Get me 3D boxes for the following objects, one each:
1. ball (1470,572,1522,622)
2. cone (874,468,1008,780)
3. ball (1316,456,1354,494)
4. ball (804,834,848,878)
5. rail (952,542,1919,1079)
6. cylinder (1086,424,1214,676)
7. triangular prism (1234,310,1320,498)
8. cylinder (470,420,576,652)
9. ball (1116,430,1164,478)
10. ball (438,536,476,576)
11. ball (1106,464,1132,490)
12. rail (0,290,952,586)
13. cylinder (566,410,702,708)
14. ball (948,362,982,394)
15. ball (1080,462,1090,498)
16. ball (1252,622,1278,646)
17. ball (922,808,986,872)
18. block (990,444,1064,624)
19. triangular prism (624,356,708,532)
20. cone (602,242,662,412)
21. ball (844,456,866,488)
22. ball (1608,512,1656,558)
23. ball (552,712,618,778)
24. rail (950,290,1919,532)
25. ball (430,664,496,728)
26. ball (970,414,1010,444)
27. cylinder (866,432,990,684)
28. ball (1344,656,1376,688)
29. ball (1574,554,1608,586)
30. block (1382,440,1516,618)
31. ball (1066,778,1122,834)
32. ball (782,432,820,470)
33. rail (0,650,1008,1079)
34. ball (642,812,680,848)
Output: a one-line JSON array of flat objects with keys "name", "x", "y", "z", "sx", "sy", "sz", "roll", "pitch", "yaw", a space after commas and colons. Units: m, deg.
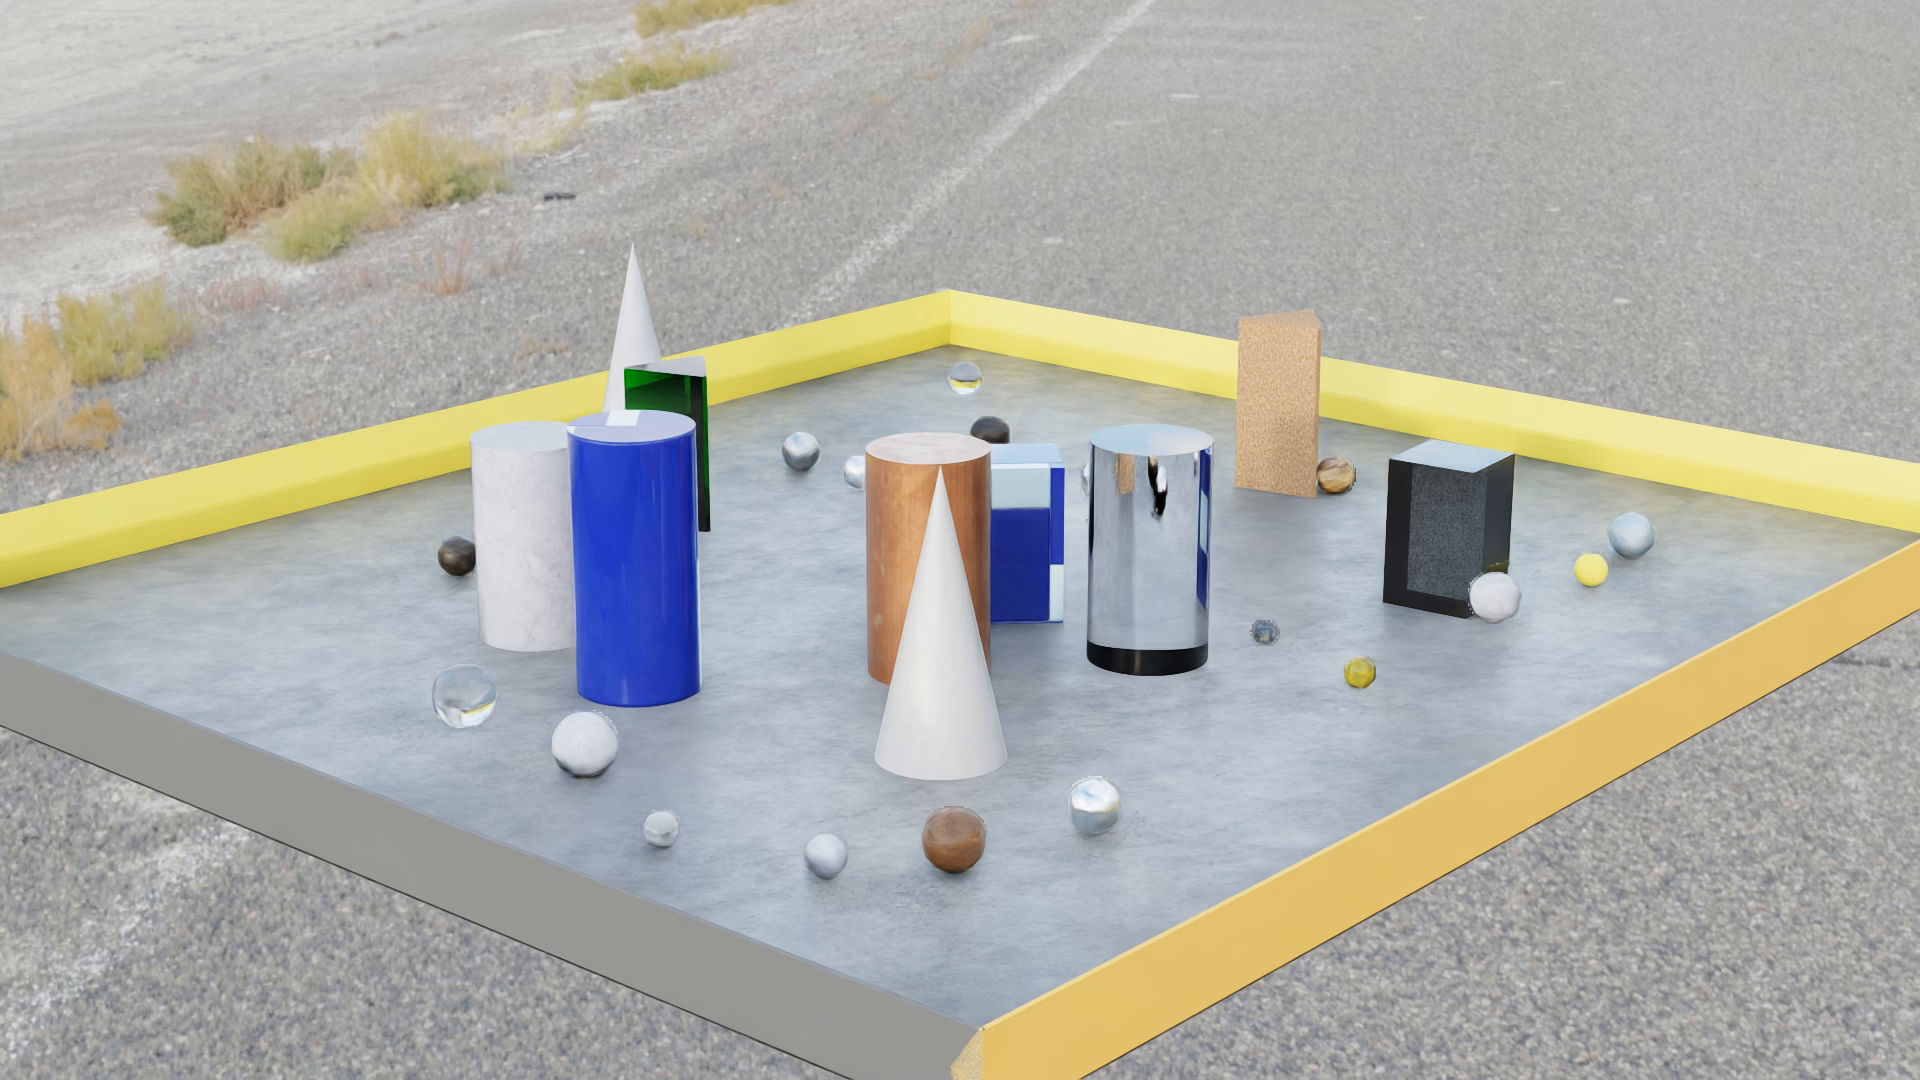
[{"name": "ball", "x": 0.910, "y": 0.097, "z": 4.985, "sx": 0.086, "sy": 0.086, "sz": 0.086, "roll": 0, "pitch": 17, "yaw": 0}, {"name": "cone", "x": -0.028, "y": 0.107, "z": 4.319, "sx": 0.200, "sy": 0.451, "sz": 0.200, "roll": 0, "pitch": 17, "yaw": 0}, {"name": "ball", "x": 0.735, "y": -0.128, "z": 5.753, "sx": 0.074, "sy": 0.074, "sz": 0.074, "roll": 0, "pitch": 17, "yaw": 0}, {"name": "ball", "x": -0.180, "y": 0.425, "z": 3.944, "sx": 0.059, "sy": 0.059, "sz": 0.059, "roll": 0, "pitch": 17, "yaw": 0}, {"name": "rail", "x": 0.969, "y": 0.275, "z": 4.314, "sx": 0.045, "sy": 0.130, "sz": 2.935, "roll": 14, "pitch": 22, "yaw": 39}, {"name": "cylinder", "x": 0.308, "y": 0.014, "z": 4.769, "sx": 0.200, "sy": 0.368, "sz": 0.200, "roll": 0, "pitch": 17, "yaw": 0}, {"name": "triangular prism", "x": 0.656, "y": -0.276, "z": 5.785, "sx": 0.173, "sy": 0.338, "sz": 0.150, "roll": 10, "pitch": 19, "yaw": 29}, {"name": "cylinder", "x": -0.709, "y": -0.008, "z": 4.890, "sx": 0.200, "sy": 0.342, "sz": 0.200, "roll": 0, "pitch": 17, "yaw": 0}, {"name": "ball", "x": 0.360, "y": -0.170, "z": 5.854, "sx": 0.096, "sy": 0.096, "sz": 0.096, "roll": 0, "pitch": 17, "yaw": 0}, {"name": "ball", "x": -0.897, "y": 0.028, "z": 5.239, "sx": 0.071, "sy": 0.071, "sz": 0.071, "roll": 0, "pitch": 17, "yaw": 0}, {"name": "ball", "x": 0.314, "y": -0.123, "z": 5.775, "sx": 0.052, "sy": 0.052, "sz": 0.052, "roll": 0, "pitch": 17, "yaw": 0}, {"name": "rail", "x": -0.969, "y": -0.210, "z": 5.925, "sx": 0.045, "sy": 0.130, "sz": 2.935, "roll": 14, "pitch": 22, "yaw": 39}, {"name": "cylinder", "x": -0.511, "y": 0.028, "z": 4.615, "sx": 0.200, "sy": 0.431, "sz": 0.200, "roll": 0, "pitch": 17, "yaw": 0}, {"name": "ball", "x": 0.012, "y": -0.360, "z": 6.522, "sx": 0.075, "sy": 0.075, "sz": 0.075, "roll": 0, "pitch": 17, "yaw": 0}, {"name": "ball", "x": 0.280, "y": -0.115, "z": 5.672, "sx": 0.095, "sy": 0.095, "sz": 0.095, "roll": 0, "pitch": 17, "yaw": 0}, {"name": "ball", "x": 0.507, "y": 0.155, "z": 4.871, "sx": 0.041, "sy": 0.041, "sz": 0.041, "roll": 0, "pitch": 17, "yaw": 0}, {"name": "ball", "x": -0.008, "y": 0.405, "z": 3.959, "sx": 0.087, "sy": 0.087, "sz": 0.087, "roll": 0, "pitch": 17, "yaw": 0}, {"name": "block", "x": 0.091, "y": -0.012, "z": 5.020, "sx": 0.160, "sy": 0.274, "sz": 0.160, "roll": -1, "pitch": 17, "yaw": -4}, {"name": "triangular prism", "x": -0.522, "y": -0.189, "z": 5.563, "sx": 0.173, "sy": 0.300, "sz": 0.150, "roll": 7, "pitch": 18, "yaw": 22}, {"name": "cone", "x": -0.643, "y": -0.359, "z": 5.827, "sx": 0.200, "sy": 0.474, "sz": 0.200, "roll": 0, "pitch": 17, "yaw": 0}, {"name": "ball", "x": -0.197, "y": -0.134, "z": 5.788, "sx": 0.066, "sy": 0.066, "sz": 0.066, "roll": 0, "pitch": 17, "yaw": 0}, {"name": "ball", "x": 1.223, "y": -0.008, "z": 5.340, "sx": 0.083, "sy": 0.083, "sz": 0.083, "roll": 0, "pitch": 17, "yaw": 0}, {"name": "ball", "x": -0.550, "y": 0.300, "z": 4.296, "sx": 0.096, "sy": 0.096, "sz": 0.096, "roll": 0, "pitch": 17, "yaw": 0}, {"name": "rail", "x": 0.946, "y": -0.282, "z": 6.163, "sx": 2.613, "sy": 0.130, "sz": 0.045, "roll": 14, "pitch": 22, "yaw": 39}, {"name": "ball", "x": -0.760, "y": 0.239, "z": 4.491, "sx": 0.100, "sy": 0.100, "sz": 0.100, "roll": 0, "pitch": 17, "yaw": 0}, {"name": "ball", "x": 0.062, "y": -0.216, "z": 6.026, "sx": 0.085, "sy": 0.085, "sz": 0.085, "roll": 0, "pitch": 17, "yaw": 0}, {"name": "cylinder", "x": -0.051, "y": 0.032, "z": 4.707, "sx": 0.200, "sy": 0.372, "sz": 0.200, "roll": 0, "pitch": 17, "yaw": 0}, {"name": "ball", "x": 0.636, "y": 0.211, "z": 4.666, "sx": 0.051, "sy": 0.051, "sz": 0.051, "roll": 0, "pitch": 17, "yaw": 0}, {"name": "ball", "x": 1.115, "y": 0.052, "z": 5.181, "sx": 0.059, "sy": 0.059, "sz": 0.059, "roll": 0, "pitch": 17, "yaw": 0}, {"name": "block", "x": 0.846, "y": -0.021, "z": 5.076, "sx": 0.160, "sy": 0.259, "sz": 0.160, "roll": 12, "pitch": 20, "yaw": 34}, {"name": "ball", "x": 0.188, "y": 0.371, "z": 4.087, "sx": 0.078, "sy": 0.078, "sz": 0.078, "roll": 0, "pitch": 17, "yaw": 0}, {"name": "ball", "x": -0.320, "y": -0.179, "z": 5.916, "sx": 0.077, "sy": 0.077, "sz": 0.077, "roll": 0, "pitch": 17, "yaw": 0}, {"name": "rail", "x": -0.946, "y": 0.347, "z": 4.076, "sx": 2.613, "sy": 0.130, "sz": 0.045, "roll": 14, "pitch": 22, "yaw": 39}, {"name": "ball", "x": -0.412, "y": 0.399, "z": 4.042, "sx": 0.051, "sy": 0.051, "sz": 0.051, "roll": 0, "pitch": 17, "yaw": 0}]
